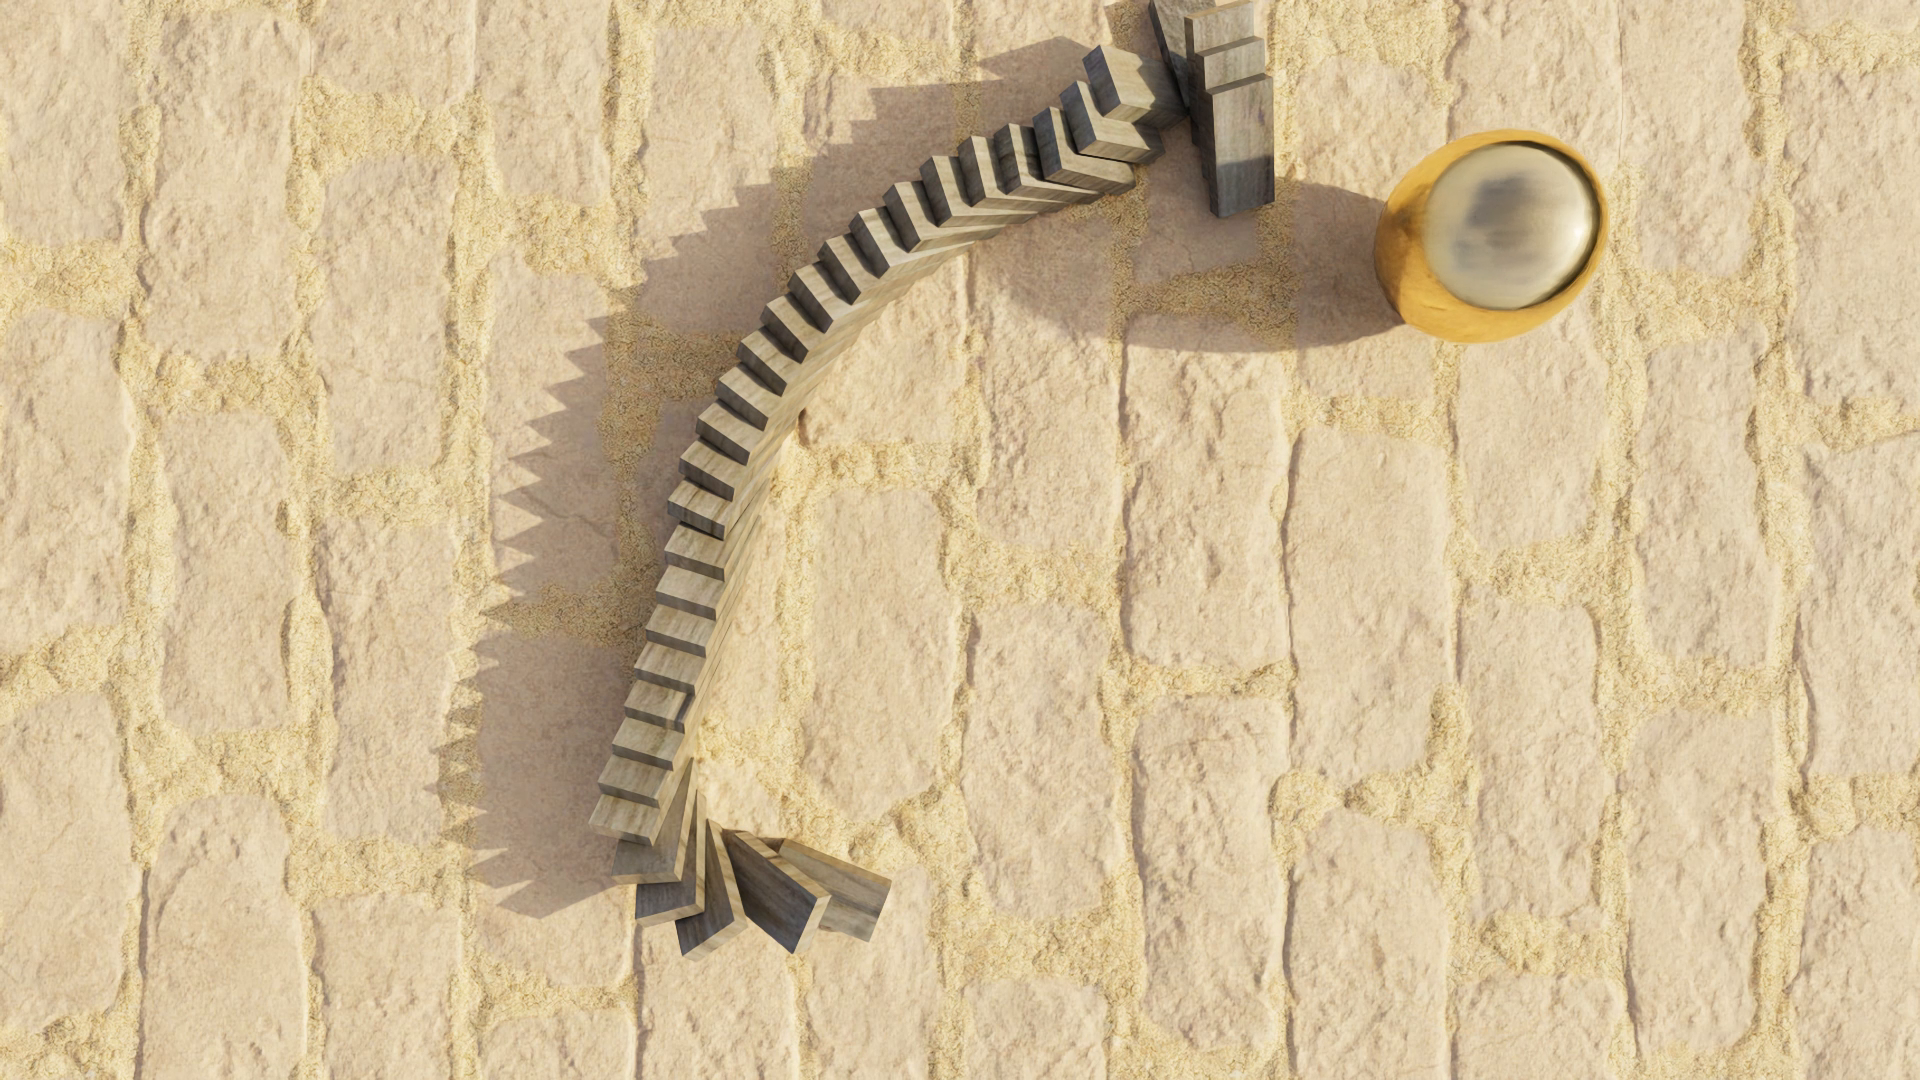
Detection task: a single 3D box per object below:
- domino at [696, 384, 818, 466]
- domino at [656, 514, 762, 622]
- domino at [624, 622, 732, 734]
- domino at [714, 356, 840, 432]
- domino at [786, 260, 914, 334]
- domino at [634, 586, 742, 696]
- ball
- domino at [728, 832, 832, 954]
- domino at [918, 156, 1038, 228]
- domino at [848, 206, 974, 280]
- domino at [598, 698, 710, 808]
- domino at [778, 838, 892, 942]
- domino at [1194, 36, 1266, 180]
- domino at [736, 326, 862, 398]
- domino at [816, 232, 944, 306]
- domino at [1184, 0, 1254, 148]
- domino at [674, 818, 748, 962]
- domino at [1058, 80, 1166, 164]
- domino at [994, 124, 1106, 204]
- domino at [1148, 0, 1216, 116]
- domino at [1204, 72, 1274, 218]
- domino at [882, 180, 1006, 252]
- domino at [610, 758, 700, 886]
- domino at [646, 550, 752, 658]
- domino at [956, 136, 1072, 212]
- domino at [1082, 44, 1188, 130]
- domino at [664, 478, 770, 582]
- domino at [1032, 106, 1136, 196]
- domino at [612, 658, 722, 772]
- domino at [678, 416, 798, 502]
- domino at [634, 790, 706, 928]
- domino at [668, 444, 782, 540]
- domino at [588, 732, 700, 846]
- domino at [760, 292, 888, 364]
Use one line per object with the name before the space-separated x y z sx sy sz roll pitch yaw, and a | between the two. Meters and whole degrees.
domino | -0.084 -0.055 0.381 0.025 0.010 0.050 34 51 0
domino | -0.103 0.008 0.381 0.025 0.010 0.050 17 52 0
domino | -0.116 0.053 0.381 0.025 0.010 0.050 16 51 0
domino | -0.075 -0.069 0.381 0.025 0.010 0.050 38 51 0
domino | -0.044 -0.107 0.381 0.025 0.010 0.050 52 52 0
domino | -0.112 0.038 0.381 0.025 0.009 0.050 17 51 0
ball | 0.206 -0.118 0.360 0.080 0.080 0.080 0 90 0
domino | -0.080 0.147 0.383 0.050 0.009 0.025 25 91 29
domino | 0.009 -0.145 0.381 0.050 0.009 0.025 -19 90 -39
domino | -0.019 -0.127 0.381 0.050 0.010 0.025 -30 90 -38
domino | -0.126 0.083 0.380 0.025 0.010 0.050 16 50 2
domino | -0.057 0.151 0.395 0.050 0.010 0.025 22 90 0
domino | 0.113 -0.178 0.381 0.025 0.010 0.050 -17 128 0
domino | -0.066 -0.082 0.381 0.025 0.010 0.050 42 51 0
domino | -0.032 -0.117 0.381 0.050 0.010 0.025 -34 90 -38
domino | 0.109 -0.193 0.381 0.025 0.009 0.050 -17 128 0
domino | -0.107 0.144 0.379 0.025 0.009 0.050 -34 46 0
domino | 0.064 -0.172 0.379 0.050 0.010 0.025 -15 86 -44
domino | 0.038 -0.155 0.380 0.050 0.009 0.025 -12 89 -39
domino | 0.101 -0.212 0.395 0.025 0.010 0.050 -17 90 0
domino | 0.116 -0.163 0.381 0.025 0.009 0.050 -17 128 0
domino | -0.006 -0.136 0.381 0.050 0.010 0.025 -25 90 -39
domino | -0.125 0.116 0.380 0.025 0.010 0.050 -4 48 1
domino | -0.108 0.023 0.381 0.025 0.009 0.050 17 52 0
domino | 0.023 -0.151 0.381 0.050 0.009 0.025 -14 90 -39
domino | 0.073 -0.186 0.379 0.050 0.010 0.025 -17 87 -44
domino | -0.100 -0.009 0.381 0.025 0.010 0.050 18 53 0
domino | 0.052 -0.160 0.379 0.050 0.009 0.025 -10 88 -43
domino | -0.120 0.068 0.380 0.025 0.010 0.050 17 50 0
domino | -0.091 -0.041 0.381 0.025 0.009 0.050 30 51 1
domino | -0.119 0.131 0.379 0.025 0.010 0.050 -15 47 1
domino | -0.097 -0.026 0.381 0.025 0.010 0.050 25 51 0
domino | -0.130 0.099 0.380 0.025 0.010 0.050 12 50 3
domino | -0.056 -0.095 0.381 0.025 0.010 0.050 47 52 0
